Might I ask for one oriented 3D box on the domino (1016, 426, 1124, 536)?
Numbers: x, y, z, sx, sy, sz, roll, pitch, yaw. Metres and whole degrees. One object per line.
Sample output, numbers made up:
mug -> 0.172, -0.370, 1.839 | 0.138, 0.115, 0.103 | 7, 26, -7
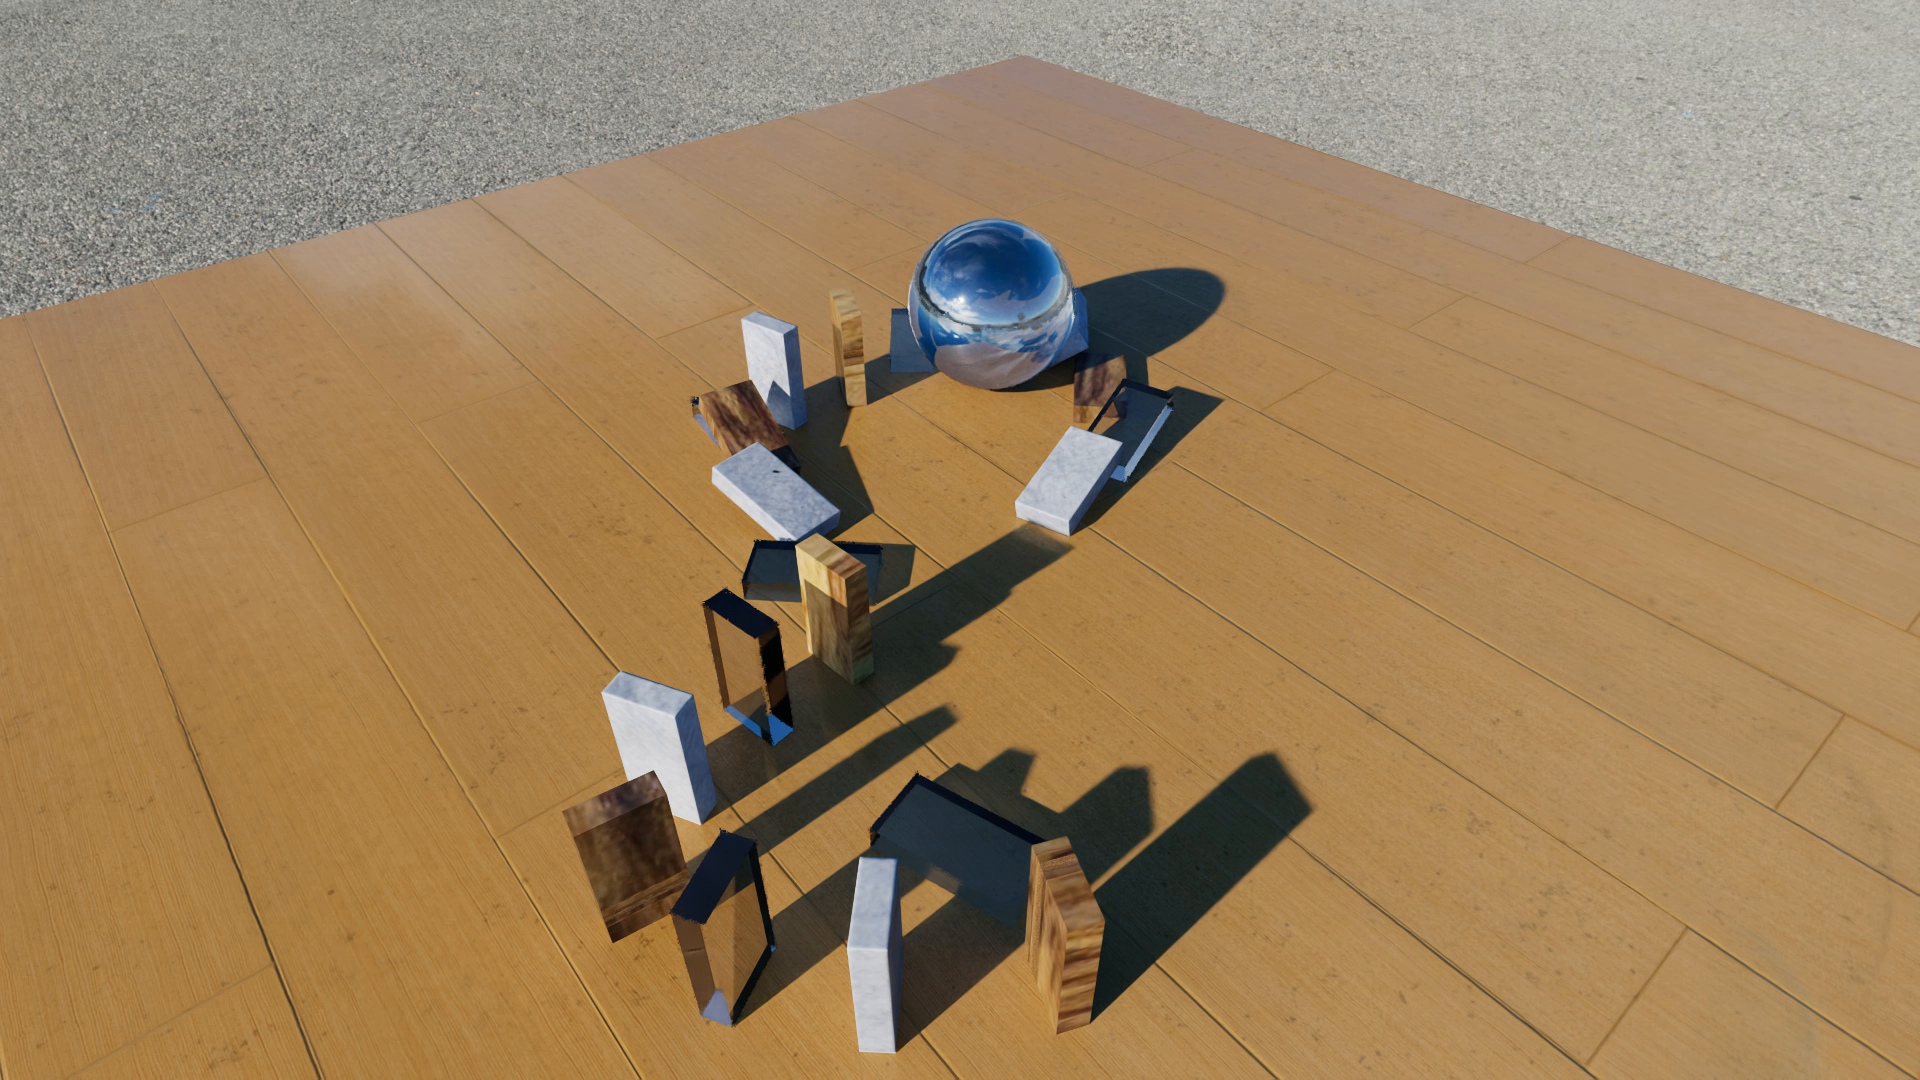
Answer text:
domino -> 0.047, -0.026, 0.467 | 0.025, 0.010, 0.050 | 21, 56, 24

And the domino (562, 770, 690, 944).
domino -> -0.090, 0.088, 0.304 | 0.025, 0.050, 0.010 | -22, 44, -25

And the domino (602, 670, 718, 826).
domino -> -0.090, 0.064, 0.334 | 0.025, 0.050, 0.009 | 15, 42, 17

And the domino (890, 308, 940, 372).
domino -> -0.023, -0.104, 0.571 | 0.025, 0.010, 0.050 | -1, 39, -1

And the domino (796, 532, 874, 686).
domino -> -0.043, 0.024, 0.382 | 0.025, 0.050, 0.009 | 31, 49, 32

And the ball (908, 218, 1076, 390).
ball -> 0.015, -0.112, 0.525 | 0.080, 0.080, 0.080 | 0, 39, 0

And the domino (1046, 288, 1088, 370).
domino -> 0.053, -0.110, 0.568 | 0.025, 0.010, 0.050 | -25, 33, 23

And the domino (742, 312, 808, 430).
domino -> -0.085, -0.078, 0.506 | 0.025, 0.050, 0.009 | 24, 45, 26

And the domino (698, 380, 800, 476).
domino -> -0.093, -0.046, 0.484 | 0.025, 0.009, 0.050 | -22, 68, -25

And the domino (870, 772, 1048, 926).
domino -> 0.001, 0.092, 0.331 | 0.050, 0.009, 0.025 | 22, 44, 25

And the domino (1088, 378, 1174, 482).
domino -> 0.074, -0.050, 0.495 | 0.025, 0.009, 0.050 | 22, 58, 24

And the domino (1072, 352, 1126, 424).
domino -> 0.068, -0.074, 0.534 | 0.025, 0.010, 0.050 | 3, 39, 4

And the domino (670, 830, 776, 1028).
domino -> -0.061, 0.102, 0.287 | 0.010, 0.050, 0.025 | 13, 41, 15

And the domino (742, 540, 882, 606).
domino -> -0.057, 0.013, 0.428 | 0.050, 0.010, 0.025 | 3, 39, 3

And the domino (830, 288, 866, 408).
domino -> -0.053, -0.091, 0.522 | 0.010, 0.050, 0.025 | -11, 41, -13

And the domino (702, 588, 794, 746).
domino -> -0.069, 0.042, 0.360 | 0.025, 0.050, 0.010 | 28, 47, 30

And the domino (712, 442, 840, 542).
domino -> -0.076, -0.018, 0.455 | 0.050, 0.010, 0.025 | 39, 52, 18

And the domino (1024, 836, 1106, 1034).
domino -> 0.026, 0.103, 0.286 | 0.009, 0.050, 0.025 | -11, 41, -13

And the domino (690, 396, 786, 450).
domino -> -0.103, -0.053, 0.508 | 0.025, 0.009, 0.050 | -22, 44, -25

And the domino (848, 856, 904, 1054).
domino -> -0.021, 0.107, 0.281 | 0.010, 0.050, 0.025 | 2, 39, 2
